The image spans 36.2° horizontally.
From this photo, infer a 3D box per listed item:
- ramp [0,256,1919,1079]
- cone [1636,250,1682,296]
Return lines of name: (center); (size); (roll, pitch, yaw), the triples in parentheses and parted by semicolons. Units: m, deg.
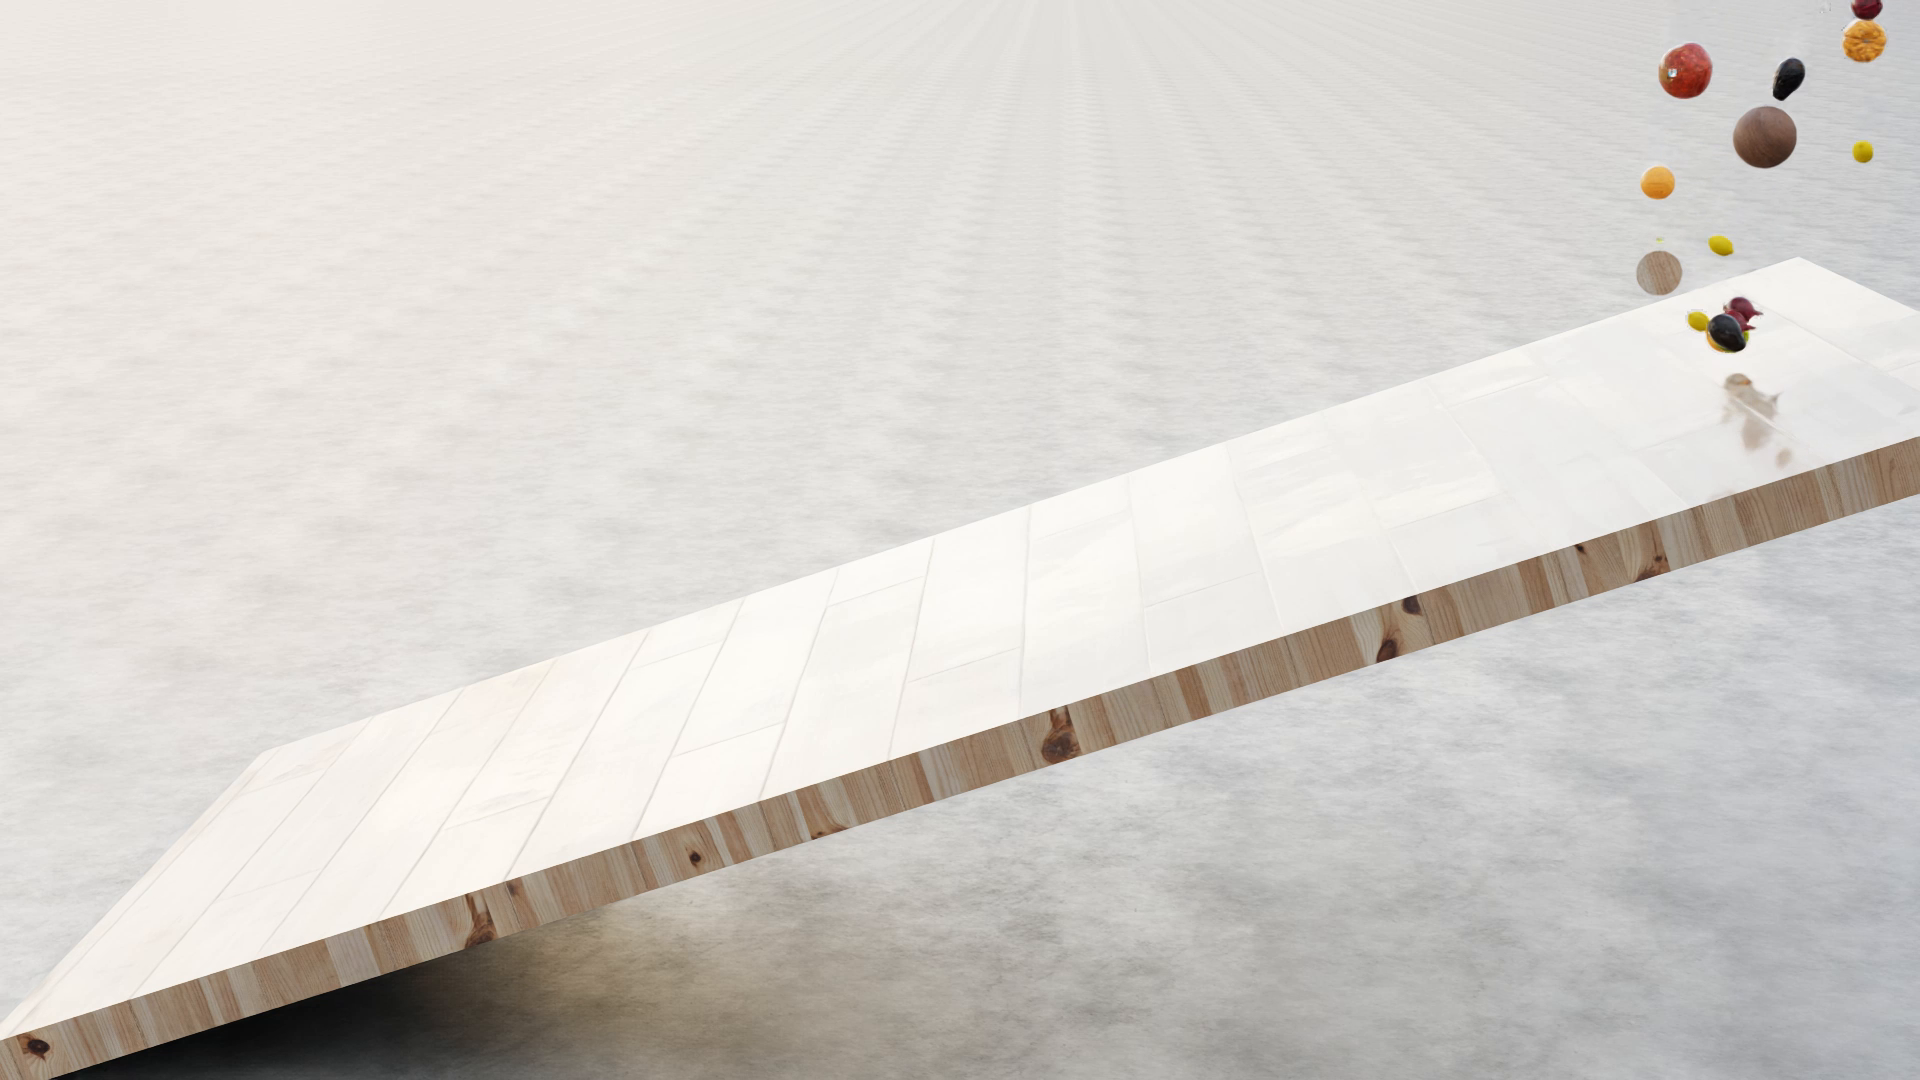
ramp: (0.105, 0.181, 6.306); (4.000, 0.100, 2.000); (-18, 11, 6)
cone: (1.435, -0.550, 6.048); (0.092, 0.092, 0.092); (2, 7, 10)
